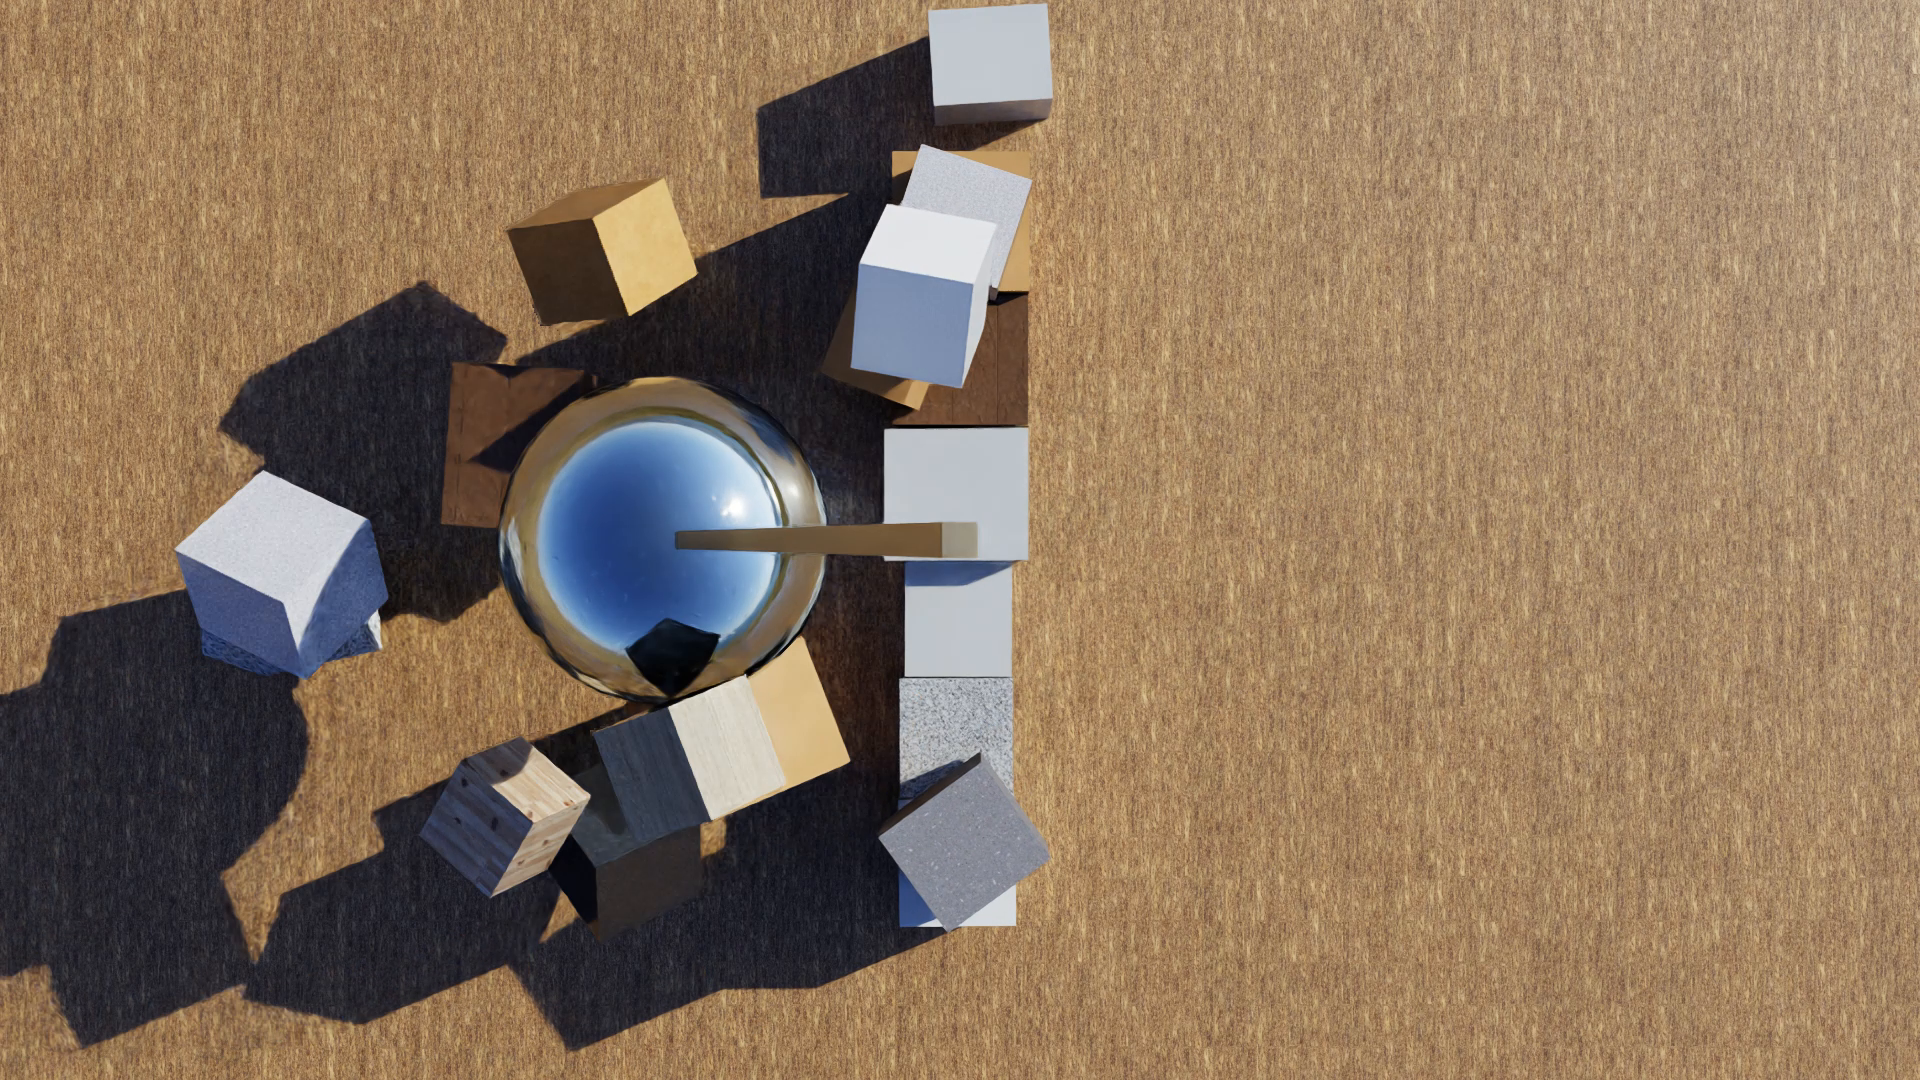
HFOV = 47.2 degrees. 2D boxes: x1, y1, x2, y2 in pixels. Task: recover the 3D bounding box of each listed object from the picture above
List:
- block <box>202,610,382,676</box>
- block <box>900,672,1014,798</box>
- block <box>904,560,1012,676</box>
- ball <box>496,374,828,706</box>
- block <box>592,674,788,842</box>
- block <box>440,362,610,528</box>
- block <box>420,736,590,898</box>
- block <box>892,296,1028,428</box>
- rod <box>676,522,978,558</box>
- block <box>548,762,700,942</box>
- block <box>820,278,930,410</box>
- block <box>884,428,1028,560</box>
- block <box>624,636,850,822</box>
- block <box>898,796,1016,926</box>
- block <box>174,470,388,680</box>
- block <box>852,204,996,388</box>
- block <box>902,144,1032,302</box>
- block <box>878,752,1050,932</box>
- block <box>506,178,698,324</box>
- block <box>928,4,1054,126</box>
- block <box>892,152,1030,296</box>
[{"bbox_3d":[-3.816,0.330,12.533,0.752,0.633,0.642,-13,73,12],"label":"block"},{"bbox_3d":[-0.020,1.115,12.695,0.638,0.609,0.669,0,90,0],"label":"block"},{"bbox_3d":[-0.010,0.447,12.720,0.605,0.560,0.652,0,90,0],"label":"block"},{"bbox_3d":[-1.435,0.000,10.684,1.600,1.600,1.600,0,90,0],"label":"ball"},{"bbox_3d":[-1.235,0.998,10.056,0.538,0.513,0.535,-20,91,39],"label":"block"},{"bbox_3d":[-2.472,-0.514,12.591,0.723,0.784,0.907,4,90,3],"label":"block"},{"bbox_3d":[-2.398,1.456,11.610,0.518,0.531,0.528,38,111,14],"label":"block"},{"bbox_3d":[0.003,-1.009,12.660,0.759,0.679,0.725,0,90,0],"label":"block"},{"bbox_3d":[-0.622,0.000,7.383,0.080,5.200,0.080,0,90,-14],"label":"rod"},{"bbox_3d":[-1.879,1.683,12.208,0.640,0.655,0.629,-23,50,-28],"label":"block"},{"bbox_3d":[-0.393,-1.069,12.066,0.491,0.509,0.545,22,93,8],"label":"block"},{"bbox_3d":[-0.020,-0.253,12.618,0.800,0.764,0.734,0,90,0],"label":"block"},{"bbox_3d":[-1.268,1.092,12.460,0.874,0.781,0.756,-21,90,-25],"label":"block"},{"bbox_3d":[-0.016,1.810,12.662,0.654,0.675,0.710,-1,90,0],"label":"block"},{"bbox_3d":[-3.409,0.175,11.095,0.695,0.584,0.642,23,50,18],"label":"block"},{"bbox_3d":[-0.185,-1.260,11.332,0.582,0.641,0.622,11,127,5],"label":"block"},{"bbox_3d":[-0.004,-1.709,11.909,0.617,0.627,0.600,18,90,0],"label":"block"},{"bbox_3d":[0.024,1.639,12.016,0.679,0.619,0.633,-36,90,0],"label":"block"},{"bbox_3d":[-1.966,-1.583,12.094,0.688,0.591,0.562,0,118,38],"label":"block"},{"bbox_3d":[0.172,-2.739,12.702,0.673,0.596,0.537,-4,90,0],"label":"block"},{"bbox_3d":[0.004,-1.773,12.611,0.763,0.777,0.776,0,90,0],"label":"block"}]
